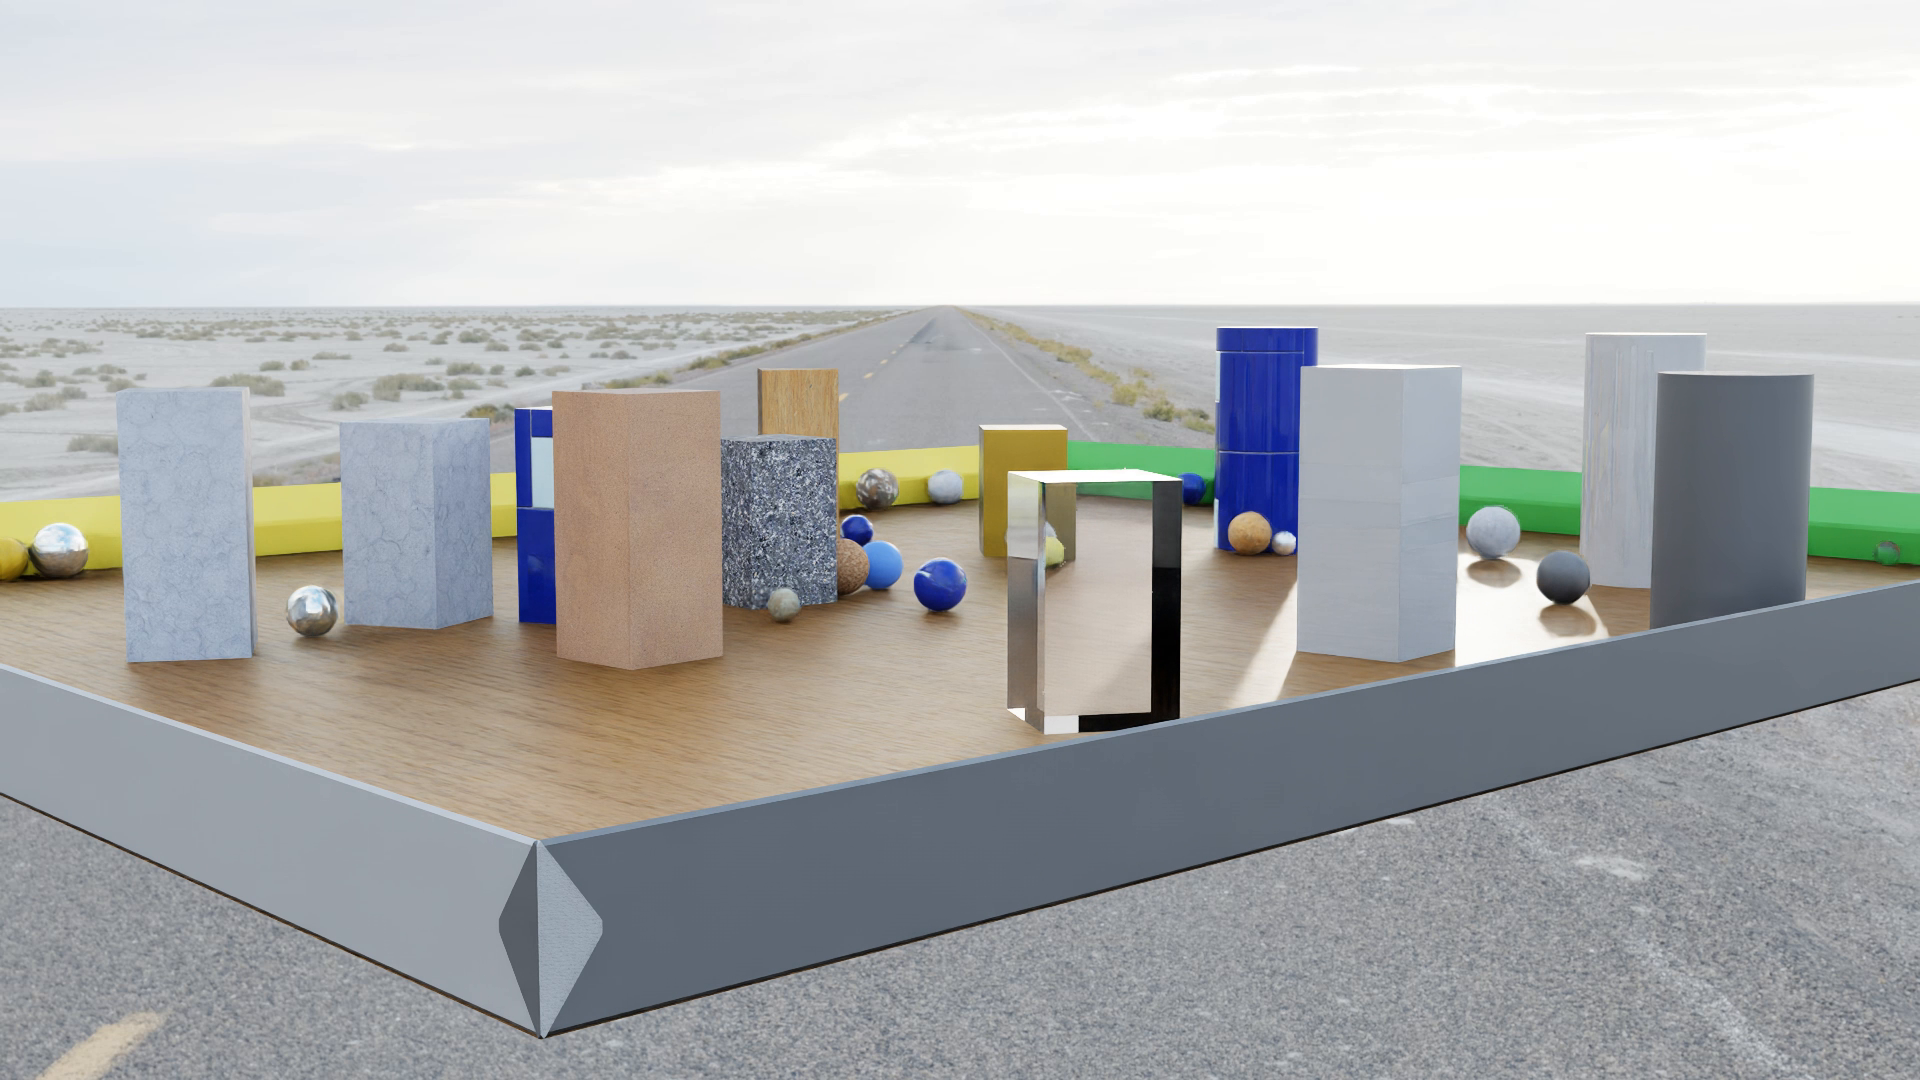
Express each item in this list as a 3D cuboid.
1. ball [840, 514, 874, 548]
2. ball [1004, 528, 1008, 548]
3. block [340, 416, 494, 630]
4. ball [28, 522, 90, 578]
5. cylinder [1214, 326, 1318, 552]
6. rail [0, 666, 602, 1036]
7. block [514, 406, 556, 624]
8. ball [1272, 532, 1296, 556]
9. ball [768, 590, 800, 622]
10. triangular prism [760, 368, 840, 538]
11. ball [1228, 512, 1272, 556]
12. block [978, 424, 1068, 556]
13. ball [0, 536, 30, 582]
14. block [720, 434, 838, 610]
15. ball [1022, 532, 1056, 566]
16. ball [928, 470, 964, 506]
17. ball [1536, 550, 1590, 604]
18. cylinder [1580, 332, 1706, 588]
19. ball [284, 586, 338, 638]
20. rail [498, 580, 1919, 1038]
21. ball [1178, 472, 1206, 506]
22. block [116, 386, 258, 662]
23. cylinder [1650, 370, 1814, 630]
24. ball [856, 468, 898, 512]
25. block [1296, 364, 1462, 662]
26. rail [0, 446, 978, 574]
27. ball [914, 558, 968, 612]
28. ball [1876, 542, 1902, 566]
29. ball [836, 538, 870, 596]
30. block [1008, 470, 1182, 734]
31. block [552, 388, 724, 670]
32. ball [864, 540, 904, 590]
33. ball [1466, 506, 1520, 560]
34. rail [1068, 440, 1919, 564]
[{"bbox_3d":[-0.191,-0.015,4.053,0.063,0.063,0.063,0,6,0],"label":"ball"},{"bbox_3d":[0.118,-0.004,3.891,0.076,0.076,0.076,0,6,0],"label":"ball"},{"bbox_3d":[-0.771,-0.028,3.128,0.149,0.285,0.149,2,6,19],"label":"block"},{"bbox_3d":[-1.478,0.018,3.609,0.092,0.092,0.092,0,6,0],"label":"ball"},{"bbox_3d":[0.565,-0.189,4.064,0.187,0.407,0.187,0,6,0],"label":"cylinder"},{"bbox_3d":[-1.122,0.141,2.303,0.045,0.121,2.607,-6,8,-42],"label":"rail"},{"bbox_3d":[-0.527,-0.038,3.143,0.149,0.302,0.149,3,7,24],"label":"block"},{"bbox_3d":[0.580,0.007,3.938,0.045,0.045,0.045,0,6,0],"label":"ball"},{"bbox_3d":[-0.249,0.093,3.123,0.046,0.046,0.046,0,6,0],"label":"ball"},{"bbox_3d":[-0.328,-0.148,4.037,0.162,0.332,0.140,-5,8,-38],"label":"triangular prism"},{"bbox_3d":[0.520,-0.012,3.951,0.079,0.079,0.079,0,6,0],"label":"ball"},{"bbox_3d":[0.113,-0.091,3.996,0.149,0.228,0.149,0,6,-3],"label":"block"},{"bbox_3d":[-1.551,0.031,3.569,0.075,0.075,0.075,0,6,0],"label":"ball"},{"bbox_3d":[-0.291,-0.031,3.331,0.149,0.248,0.149,-5,8,-37],"label":"block"},{"bbox_3d":[0.137,0.017,3.787,0.057,0.057,0.057,0,6,0],"label":"ball"},{"bbox_3d":[-0.033,-0.119,4.953,0.081,0.081,0.081,0,6,0],"label":"ball"},{"bbox_3d":[0.906,0.056,3.305,0.080,0.080,0.080,0,6,0],"label":"ball"},{"bbox_3d":[1.105,-0.133,3.563,0.187,0.401,0.187,0,6,0],"label":"cylinder"},{"bbox_3d":[-0.876,0.097,2.973,0.070,0.070,0.070,0,6,0],"label":"ball"},{"bbox_3d":[0.868,0.131,2.397,3.101,0.121,0.045,-6,8,-42],"label":"rail"},{"bbox_3d":[0.515,-0.115,4.939,0.075,0.075,0.075,0,6,0],"label":"ball"},{"bbox_3d":[-0.994,-0.025,2.837,0.149,0.339,0.149,-2,6,-14],"label":"block"},{"bbox_3d":[0.979,-0.031,2.796,0.187,0.361,0.187,0,6,0],"label":"cylinder"},{"bbox_3d":[-0.181,-0.110,4.807,0.093,0.093,0.093,0,6,0],"label":"ball"},{"bbox_3d":[0.542,-0.040,2.846,0.149,0.368,0.149,5,8,41],"label":"block"},{"bbox_3d":[-0.868,-0.068,4.268,3.101,0.121,0.045,-6,8,-42],"label":"rail"},{"bbox_3d":[-0.028,0.065,3.224,0.079,0.079,0.079,0,6,0],"label":"ball"},{"bbox_3d":[1.604,0.023,3.800,0.042,0.042,0.042,0,6,0],"label":"ball"},{"bbox_3d":[-0.185,0.041,3.402,0.089,0.089,0.089,0,6,0],"label":"ball"},{"bbox_3d":[0.143,0.062,2.374,0.149,0.264,0.149,-1,6,-14],"label":"block"},{"bbox_3d":[-0.409,-0.020,2.792,0.149,0.339,0.149,6,8,42],"label":"block"},{"bbox_3d":[-0.127,0.039,3.478,0.077,0.077,0.077,0,6,0],"label":"ball"},{"bbox_3d":[0.944,-0.013,3.892,0.093,0.093,0.093,0,6,0],"label":"ball"},{"bbox_3d":[1.122,-0.078,4.362,0.045,0.121,2.607,-6,8,-42],"label":"rail"}]
